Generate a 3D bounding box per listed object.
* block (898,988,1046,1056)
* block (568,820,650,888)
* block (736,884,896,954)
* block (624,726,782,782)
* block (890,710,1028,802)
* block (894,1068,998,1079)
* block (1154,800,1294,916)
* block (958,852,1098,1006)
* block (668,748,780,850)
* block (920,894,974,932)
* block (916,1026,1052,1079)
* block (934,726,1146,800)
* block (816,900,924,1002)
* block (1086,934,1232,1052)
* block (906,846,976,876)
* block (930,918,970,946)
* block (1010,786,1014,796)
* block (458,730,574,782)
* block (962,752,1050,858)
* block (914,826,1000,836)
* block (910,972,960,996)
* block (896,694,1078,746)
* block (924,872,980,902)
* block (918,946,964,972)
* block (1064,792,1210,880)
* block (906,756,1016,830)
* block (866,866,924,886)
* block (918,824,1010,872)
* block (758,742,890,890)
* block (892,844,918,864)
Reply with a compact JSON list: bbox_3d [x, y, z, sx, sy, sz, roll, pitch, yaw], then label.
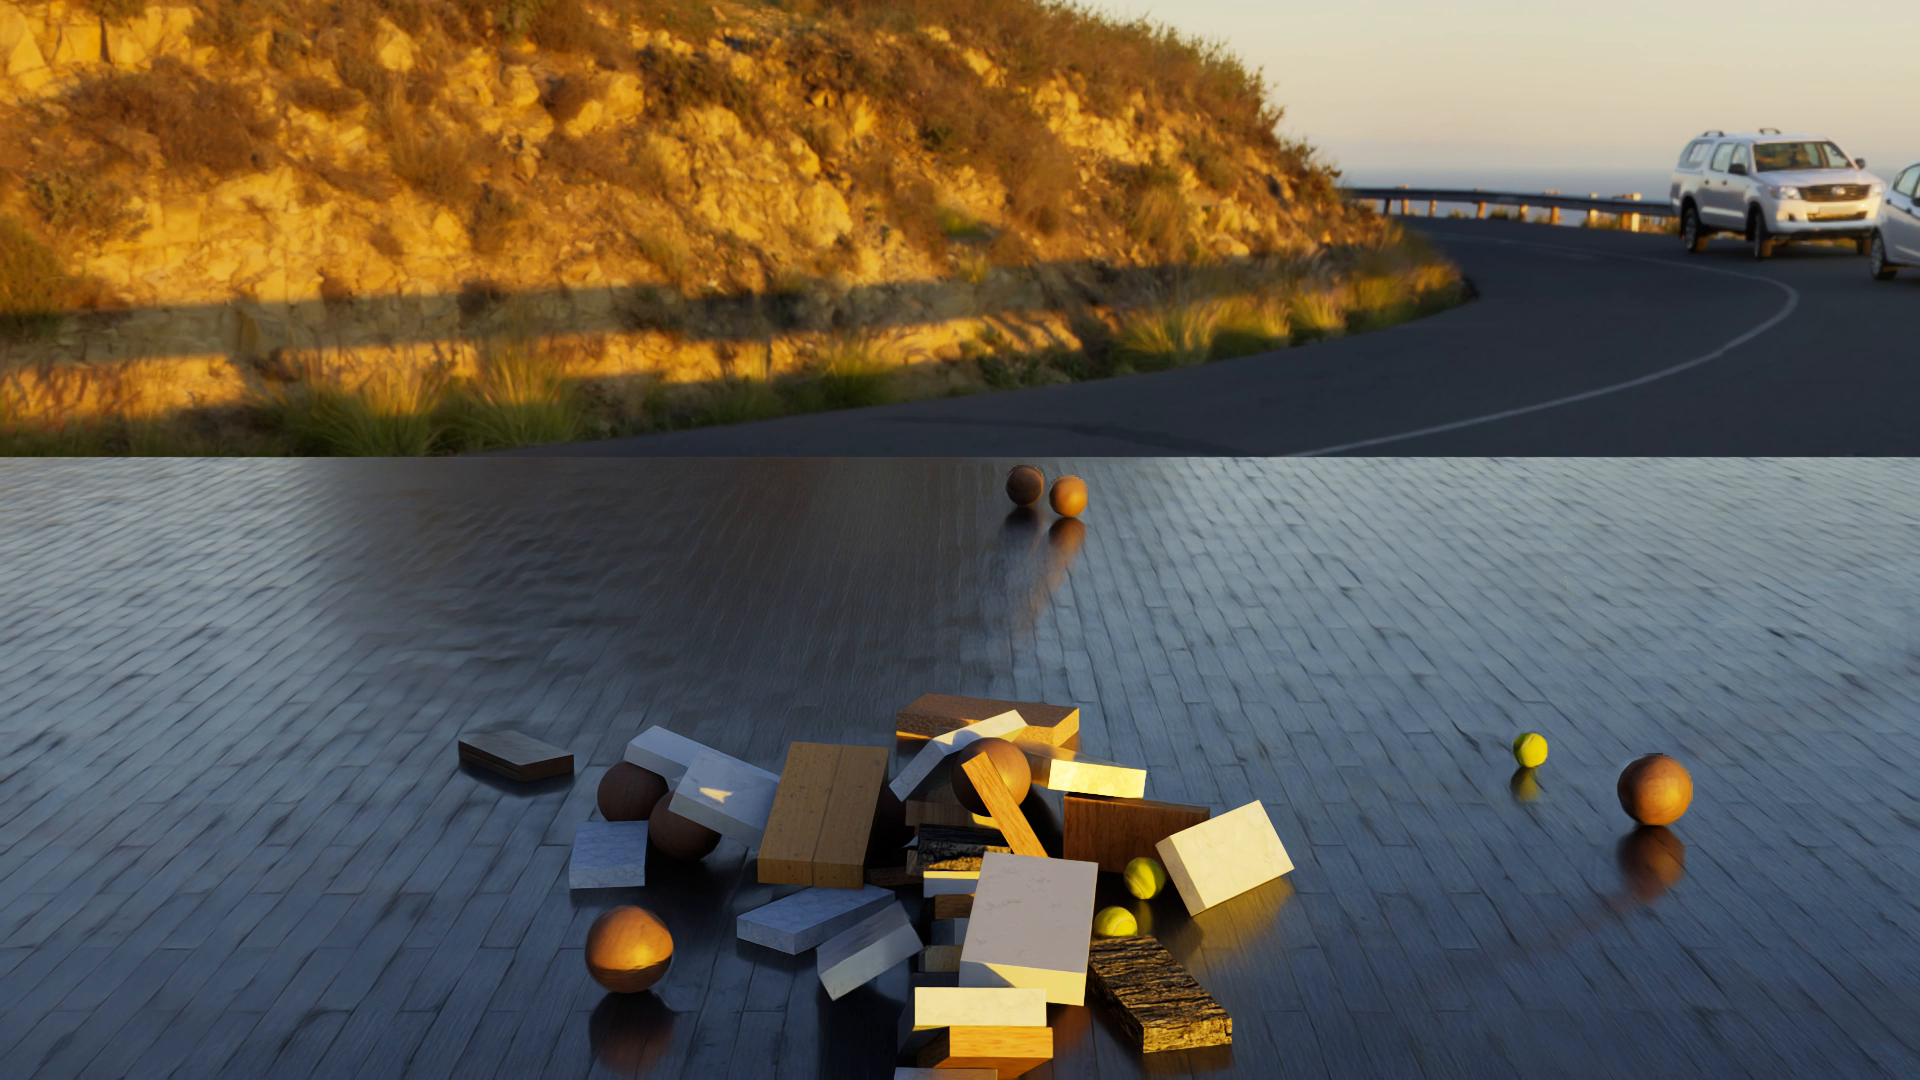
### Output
[{"bbox_3d":[0.010,0.629,2.859,0.162,0.046,0.324,1,-20,-5],"label":"block"},{"bbox_3d":[-0.607,0.544,3.819,0.125,0.035,0.250,-1,11,-6],"label":"block"},{"bbox_3d":[-0.228,0.599,3.524,0.122,0.035,0.244,8,13,37],"label":"block"},{"bbox_3d":[-0.385,0.446,3.980,0.439,0.035,0.122,21,15,11],"label":"block"},{"bbox_3d":[-0.001,0.358,3.664,0.035,0.125,0.250,51,30,17],"label":"block"},{"bbox_3d":[-0.024,0.717,2.686,0.130,0.037,0.259,1,11,3],"label":"block"},{"bbox_3d":[0.443,0.527,3.660,0.259,0.130,0.037,-12,-20,-48],"label":"block"},{"bbox_3d":[0.097,0.520,2.974,0.162,0.046,0.324,5,18,5],"label":"block"},{"bbox_3d":[-0.342,0.470,3.790,0.292,0.041,0.146,24,28,0],"label":"block"},{"bbox_3d":[0.014,0.573,3.368,0.128,0.036,0.256,0,-14,-6],"label":"block"},{"bbox_3d":[0.028,0.660,2.825,0.129,0.036,0.257,3,-20,-10],"label":"block"},{"bbox_3d":[0.133,0.409,4.095,0.173,0.049,0.694,9,-2,-17],"label":"block"},{"bbox_3d":[-0.133,0.592,3.191,0.146,0.041,0.292,-29,-1,-5],"label":"block"},{"bbox_3d":[0.274,0.657,3.207,0.130,0.037,0.336,-3,11,-14],"label":"block"},{"bbox_3d":[-0.005,0.533,3.655,0.138,0.039,0.275,4,-4,6],"label":"block"},{"bbox_3d":[0.038,0.564,3.157,0.128,0.036,0.257,1,-11,-8],"label":"block"},{"bbox_3d":[0.010,0.461,4.008,0.152,0.043,0.304,4,-4,-2],"label":"block"},{"bbox_3d":[-0.893,0.433,4.420,0.122,0.035,0.244,-9,14,-40],"label":"block"},{"bbox_3d":[0.104,0.475,3.396,0.041,0.313,0.146,-31,-9,-2],"label":"block"},{"bbox_3d":[0.009,0.492,3.839,0.152,0.043,0.304,4,-4,4],"label":"block"},{"bbox_3d":[0.012,0.623,3.053,0.162,0.046,0.324,0,-11,-1],"label":"block"},{"bbox_3d":[0.059,0.383,4.648,0.346,0.049,0.173,4,11,20],"label":"block"},{"bbox_3d":[0.015,0.554,3.459,0.138,0.039,0.275,0,-14,0],"label":"block"},{"bbox_3d":[0.008,0.608,3.195,0.128,0.036,0.257,0,-11,-3],"label":"block"},{"bbox_3d":[0.301,0.509,3.765,0.250,0.125,0.035,4,11,23],"label":"block"},{"bbox_3d":[0.005,0.426,3.744,0.152,0.043,0.304,5,11,6],"label":"block"},{"bbox_3d":[-0.104,0.570,3.732,0.104,0.015,0.052,-3,9,-14],"label":"block"},{"bbox_3d":[0.003,0.481,3.445,0.138,0.039,0.275,4,-2,-1],"label":"block"},{"bbox_3d":[-0.227,0.463,3.733,0.173,0.049,0.346,3,28,4],"label":"block"},{"bbox_3d":[-0.060,0.548,3.857,0.104,0.015,0.052,-7,13,-35],"label":"block"}]
